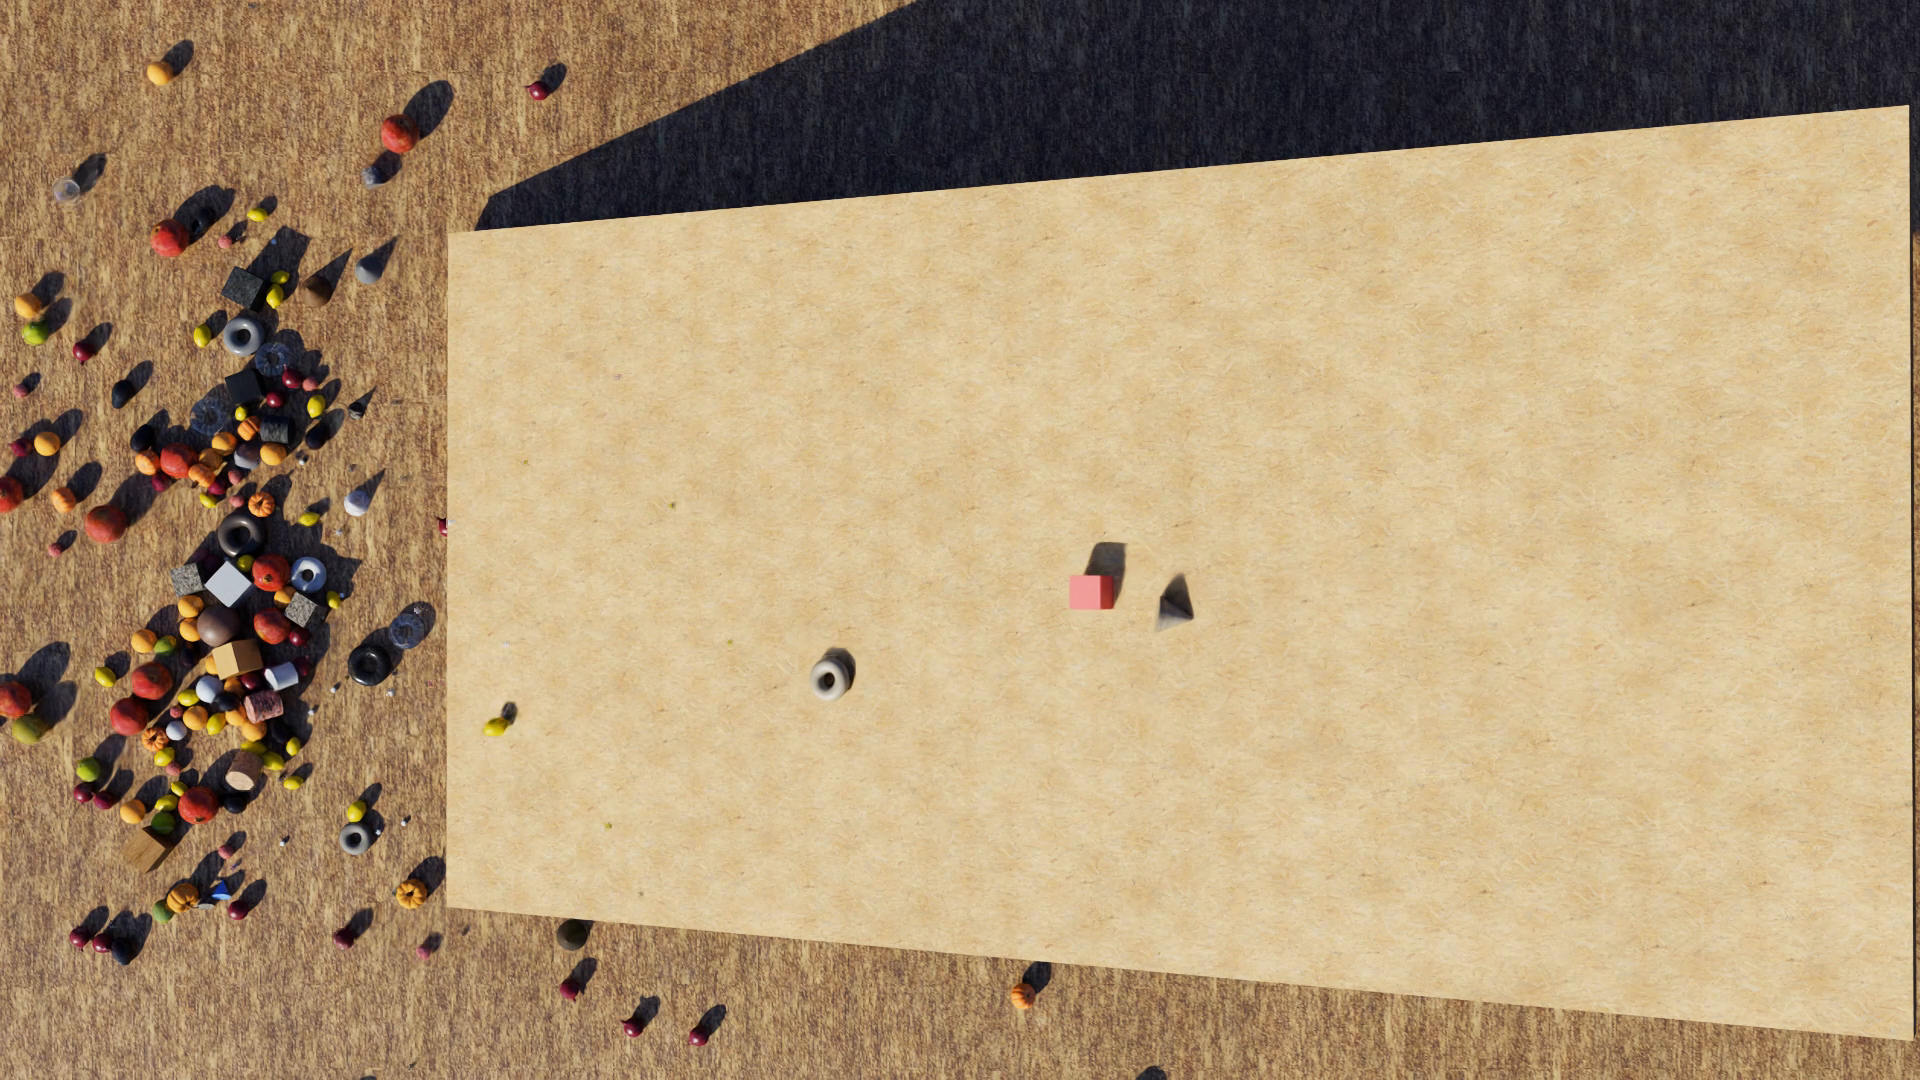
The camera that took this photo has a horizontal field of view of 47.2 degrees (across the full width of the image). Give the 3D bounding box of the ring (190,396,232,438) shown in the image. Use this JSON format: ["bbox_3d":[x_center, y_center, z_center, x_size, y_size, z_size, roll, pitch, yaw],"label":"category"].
[{"bbox_3d":[-2.251,-0.368,6.605,0.126,0.042,0.126,0,89,-1],"label":"ring"}]

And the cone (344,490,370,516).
[{"bbox_3d":[-1.816,-0.112,6.584,0.078,0.078,0.078,0,89,0],"label":"cone"}]

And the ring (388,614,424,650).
[{"bbox_3d":[-1.662,0.275,6.601,0.108,0.036,0.108,0,89,1],"label":"ring"}]

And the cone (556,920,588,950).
[{"bbox_3d":[-1.166,1.188,6.563,0.093,0.093,0.093,0,89,0],"label":"cone"}]

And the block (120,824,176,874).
[{"bbox_3d":[-2.421,0.922,6.564,0.096,0.096,0.096,39,90,0],"label":"block"}]

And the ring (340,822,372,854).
[{"bbox_3d":[-1.811,0.894,6.596,0.101,0.034,0.101,0,89,1],"label":"ring"}]

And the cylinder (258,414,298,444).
[{"bbox_3d":[-2.042,-0.332,6.585,0.080,0.080,0.080,13,89,12],"label":"cylinder"}]

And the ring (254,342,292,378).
[{"bbox_3d":[-2.064,-0.543,6.609,0.112,0.037,0.112,0,90,-1],"label":"ring"}]

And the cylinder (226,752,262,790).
[{"bbox_3d":[-2.134,0.688,6.556,0.082,0.082,0.082,4,133,5],"label":"cylinder"}]

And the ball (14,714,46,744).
[{"bbox_3d":[-2.780,0.565,6.570,0.091,0.091,0.091,0,89,0],"label":"ball"}]

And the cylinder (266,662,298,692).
[{"bbox_3d":[-2.022,0.408,6.556,0.069,0.069,0.069,-22,89,-39],"label":"cylinder"}]

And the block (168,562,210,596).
[{"bbox_3d":[-2.302,0.119,6.579,0.082,0.082,0.082,-16,89,0],"label":"block"}]

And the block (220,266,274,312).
[{"bbox_3d":[-2.134,-0.750,6.581,0.097,0.097,0.097,27,90,0],"label":"block"}]

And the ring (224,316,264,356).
[{"bbox_3d":[-2.151,-0.614,6.608,0.126,0.042,0.126,0,88,0],"label":"ring"}]

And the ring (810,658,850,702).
[{"bbox_3d":[-0.350,0.374,5.903,0.120,0.040,0.120,-1,88,29],"label":"ring"}]

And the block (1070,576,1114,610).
[{"bbox_3d":[0.331,0.132,5.529,0.085,0.085,0.085,0,89,27],"label":"block"}]

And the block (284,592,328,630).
[{"bbox_3d":[-1.954,0.212,6.573,0.079,0.079,0.079,30,89,13],"label":"block"}]

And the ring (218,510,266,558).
[{"bbox_3d":[-2.153,-0.016,6.598,0.148,0.049,0.148,0,88,1],"label":"ring"}]

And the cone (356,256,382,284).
[{"bbox_3d":[-1.782,-0.813,6.589,0.083,0.083,0.083,0,89,0],"label":"cone"}]

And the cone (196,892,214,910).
[{"bbox_3d":[-2.264,1.076,6.599,0.051,0.051,0.051,-8,63,0],"label":"cone"}]

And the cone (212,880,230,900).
[{"bbox_3d":[-2.214,1.045,6.599,0.054,0.054,0.054,-3,63,0],"label":"cone"}]

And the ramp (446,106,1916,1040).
[{"bbox_3d":[0.278,0.079,5.661,4.000,0.100,2.000,0,89,27],"label":"ramp"}]

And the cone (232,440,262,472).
[{"bbox_3d":[-2.149,-0.253,6.579,0.092,0.092,0.092,0,89,0],"label":"cone"}]

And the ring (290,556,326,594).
[{"bbox_3d":[-1.958,0.106,6.602,0.112,0.037,0.112,0,88,0],"label":"ring"}]

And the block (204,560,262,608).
[{"bbox_3d":[-2.171,0.132,6.571,0.099,0.099,0.099,43,90,0],"label":"block"}]

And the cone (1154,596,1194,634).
[{"bbox_3d":[0.536,0.191,5.446,0.097,0.097,0.097,8,89,1],"label":"cone"}]

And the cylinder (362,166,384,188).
[{"bbox_3d":[-1.762,-1.091,6.607,0.054,0.054,0.054,-15,90,0],"label":"cylinder"}]

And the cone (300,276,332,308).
[{"bbox_3d":[-1.941,-0.750,6.581,0.098,0.098,0.098,0,89,0],"label":"cone"}]

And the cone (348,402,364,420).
[{"bbox_3d":[-1.820,-0.389,6.599,0.053,0.053,0.053,0,89,0],"label":"cone"}]

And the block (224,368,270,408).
[{"bbox_3d":[-2.133,-0.457,6.583,0.087,0.087,0.087,-20,89,0],"label":"block"}]

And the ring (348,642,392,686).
[{"bbox_3d":[-1.772,0.374,6.597,0.131,0.044,0.131,0,90,-1],"label":"ring"}]

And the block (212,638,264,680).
[{"bbox_3d":[-2.151,0.354,6.551,0.092,0.092,0.092,-20,84,33],"label":"block"}]

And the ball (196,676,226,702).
[{"bbox_3d":[-2.241,0.445,6.576,0.082,0.082,0.082,0,89,0],"label":"ball"}]

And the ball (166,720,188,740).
[{"bbox_3d":[-2.346,0.570,6.586,0.060,0.060,0.060,0,89,0],"label":"ball"}]

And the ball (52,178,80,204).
[{"bbox_3d":[-2.680,-1.046,6.594,0.078,0.078,0.078,0,89,0],"label":"ball"}]
